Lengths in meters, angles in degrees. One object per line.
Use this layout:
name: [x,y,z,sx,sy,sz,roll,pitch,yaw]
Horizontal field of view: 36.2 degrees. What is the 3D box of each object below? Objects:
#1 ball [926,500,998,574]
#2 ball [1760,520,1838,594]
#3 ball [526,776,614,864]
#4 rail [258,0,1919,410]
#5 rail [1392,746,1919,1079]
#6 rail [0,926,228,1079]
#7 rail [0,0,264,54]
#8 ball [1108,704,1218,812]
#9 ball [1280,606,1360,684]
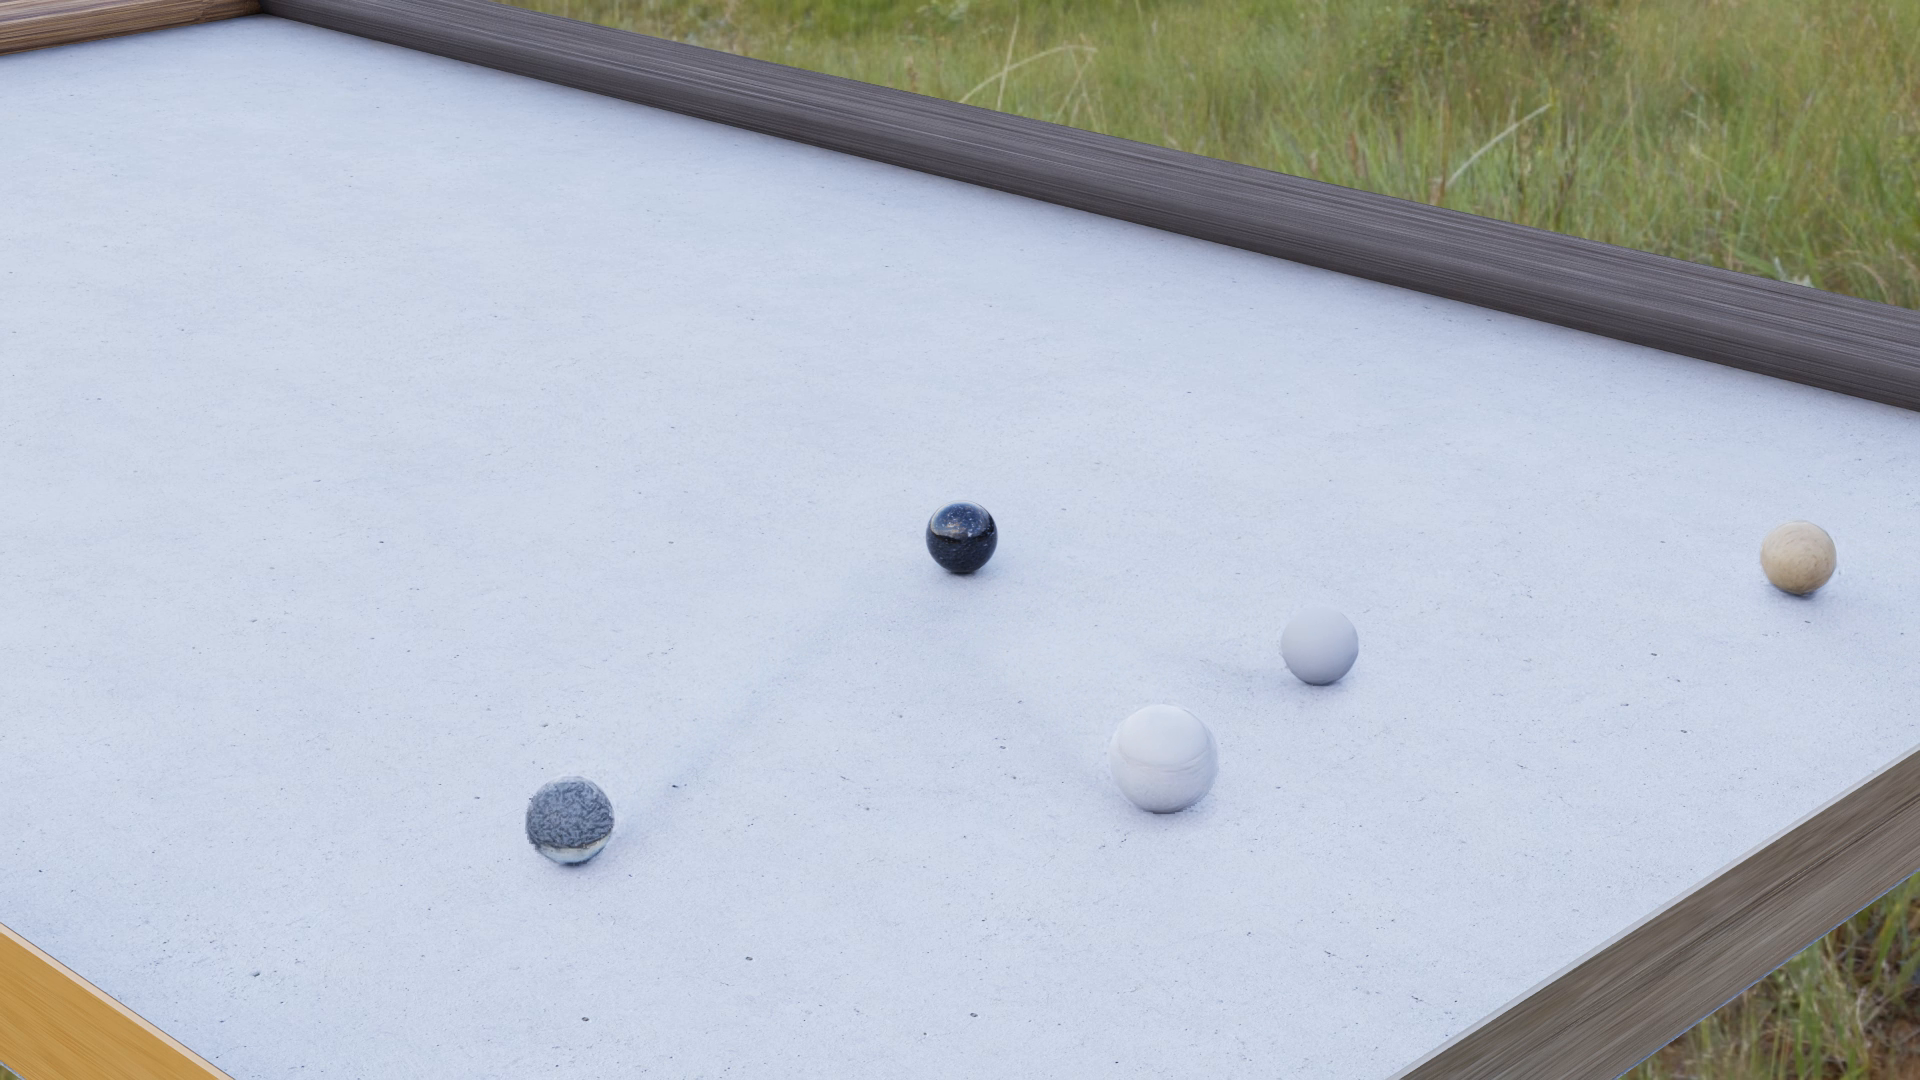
ball: [0.002,-0.003,2.644,0.066,0.066,0.066,0,21,0]
ball: [0.741,0.015,2.597,0.065,0.065,0.065,0,21,0]
ball: [-0.281,0.202,2.117,0.064,0.064,0.064,0,21,0]
rail: [0.061,-0.505,3.886,3.585,0.106,0.045,19,28,41]
rail: [0.624,0.199,2.063,0.045,0.106,2.054,19,28,41]
rail: [-1.342,0.012,2.547,3.585,0.106,0.045,19,28,41]
rail: [-1.906,-0.692,4.370,0.045,0.106,2.054,19,28,41]
ball: [0.151,0.162,2.194,0.081,0.081,0.081,0,21,0]
ball: [0.296,0.086,2.416,0.064,0.064,0.064,0,21,0]
